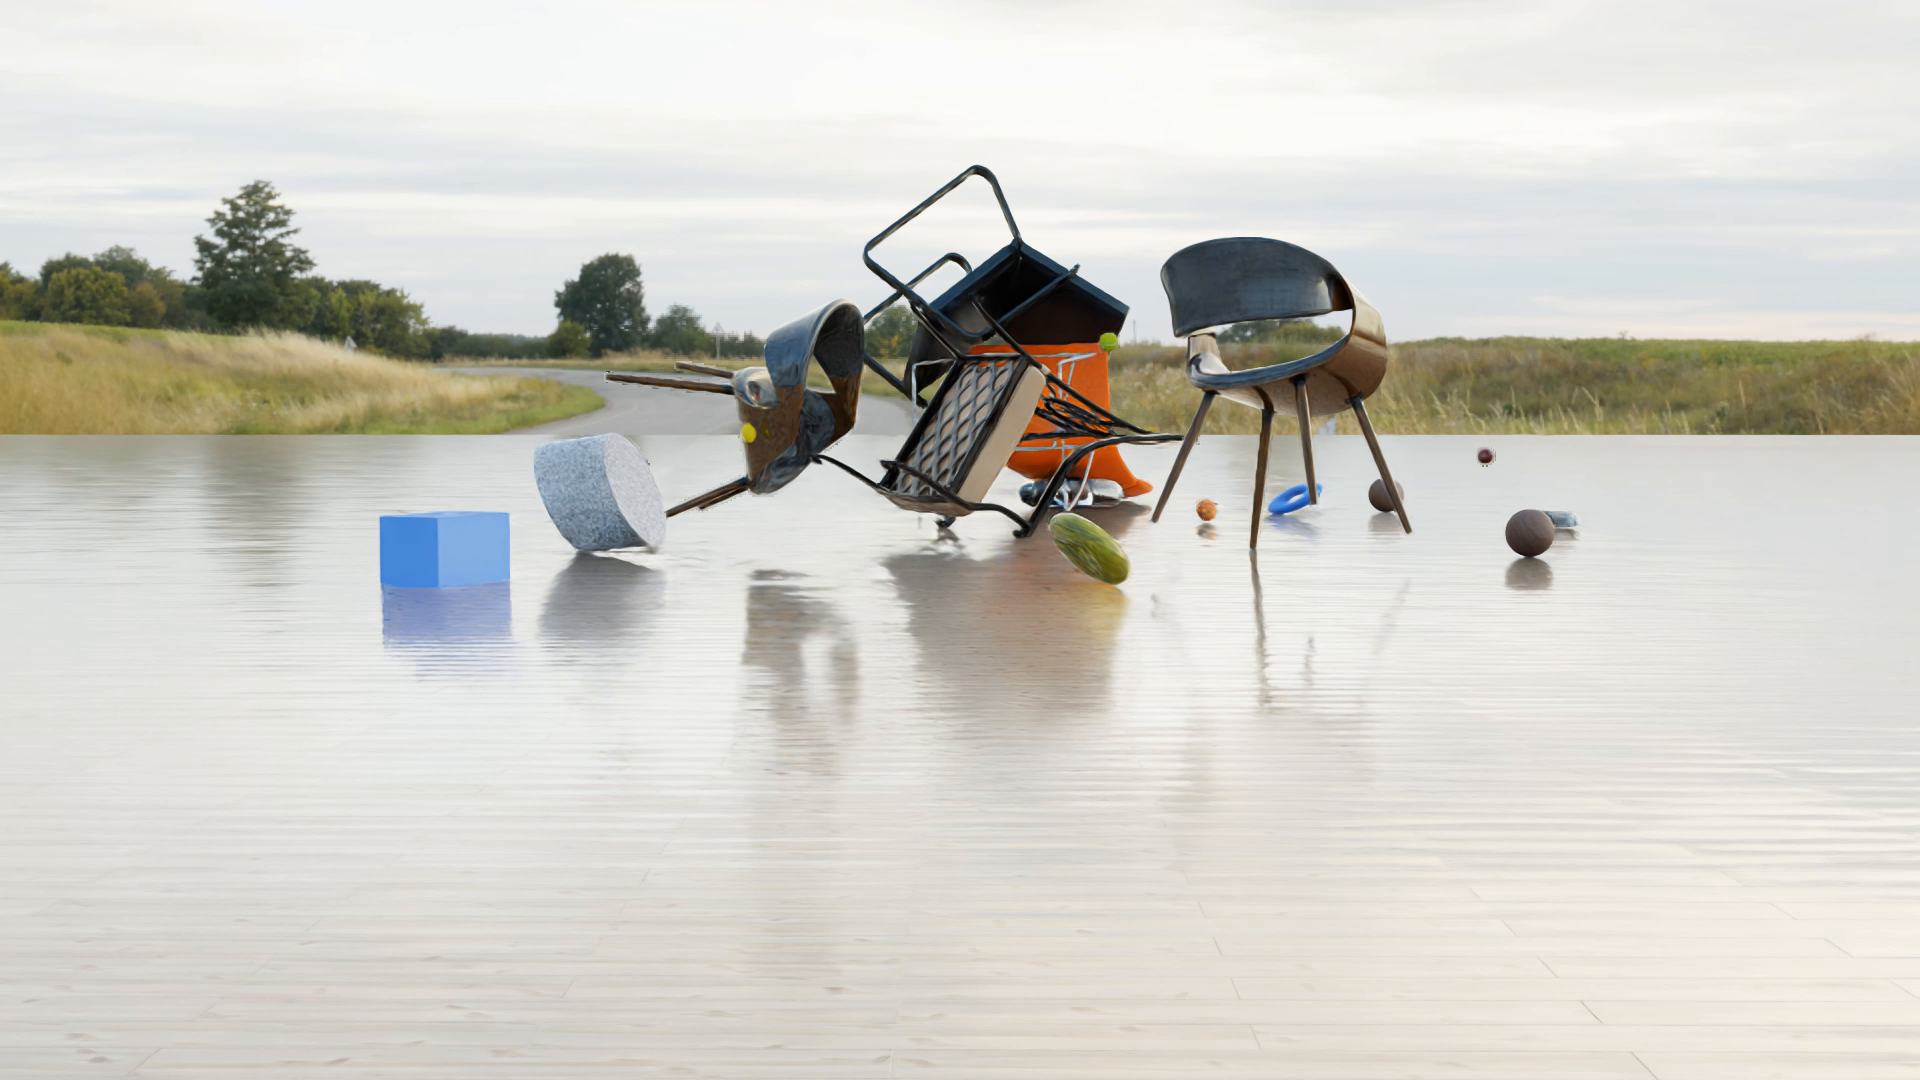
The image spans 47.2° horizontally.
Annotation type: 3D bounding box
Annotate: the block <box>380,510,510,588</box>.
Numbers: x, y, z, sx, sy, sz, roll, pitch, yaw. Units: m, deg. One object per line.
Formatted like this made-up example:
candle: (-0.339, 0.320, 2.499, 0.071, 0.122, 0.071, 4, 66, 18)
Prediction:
block: (-1.196, 0.019, 5.119, 0.166, 0.158, 0.265, 2, 4, 25)

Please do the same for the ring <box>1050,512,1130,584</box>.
ring: (0.295, 0.020, 4.999, 0.216, 0.062, 0.261, 46, -12, -17)

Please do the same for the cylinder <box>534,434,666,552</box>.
cylinder: (-0.969, -0.124, 5.914, 0.296, 0.329, 0.146, -5, 26, 41)

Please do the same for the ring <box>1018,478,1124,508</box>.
ring: (0.421, -0.177, 8.323, 0.408, 0.104, 0.220, 1, -4, -12)

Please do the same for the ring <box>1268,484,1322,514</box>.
ring: (1.196, -0.147, 7.842, 0.039, 0.086, 0.242, 25, -37, -38)
